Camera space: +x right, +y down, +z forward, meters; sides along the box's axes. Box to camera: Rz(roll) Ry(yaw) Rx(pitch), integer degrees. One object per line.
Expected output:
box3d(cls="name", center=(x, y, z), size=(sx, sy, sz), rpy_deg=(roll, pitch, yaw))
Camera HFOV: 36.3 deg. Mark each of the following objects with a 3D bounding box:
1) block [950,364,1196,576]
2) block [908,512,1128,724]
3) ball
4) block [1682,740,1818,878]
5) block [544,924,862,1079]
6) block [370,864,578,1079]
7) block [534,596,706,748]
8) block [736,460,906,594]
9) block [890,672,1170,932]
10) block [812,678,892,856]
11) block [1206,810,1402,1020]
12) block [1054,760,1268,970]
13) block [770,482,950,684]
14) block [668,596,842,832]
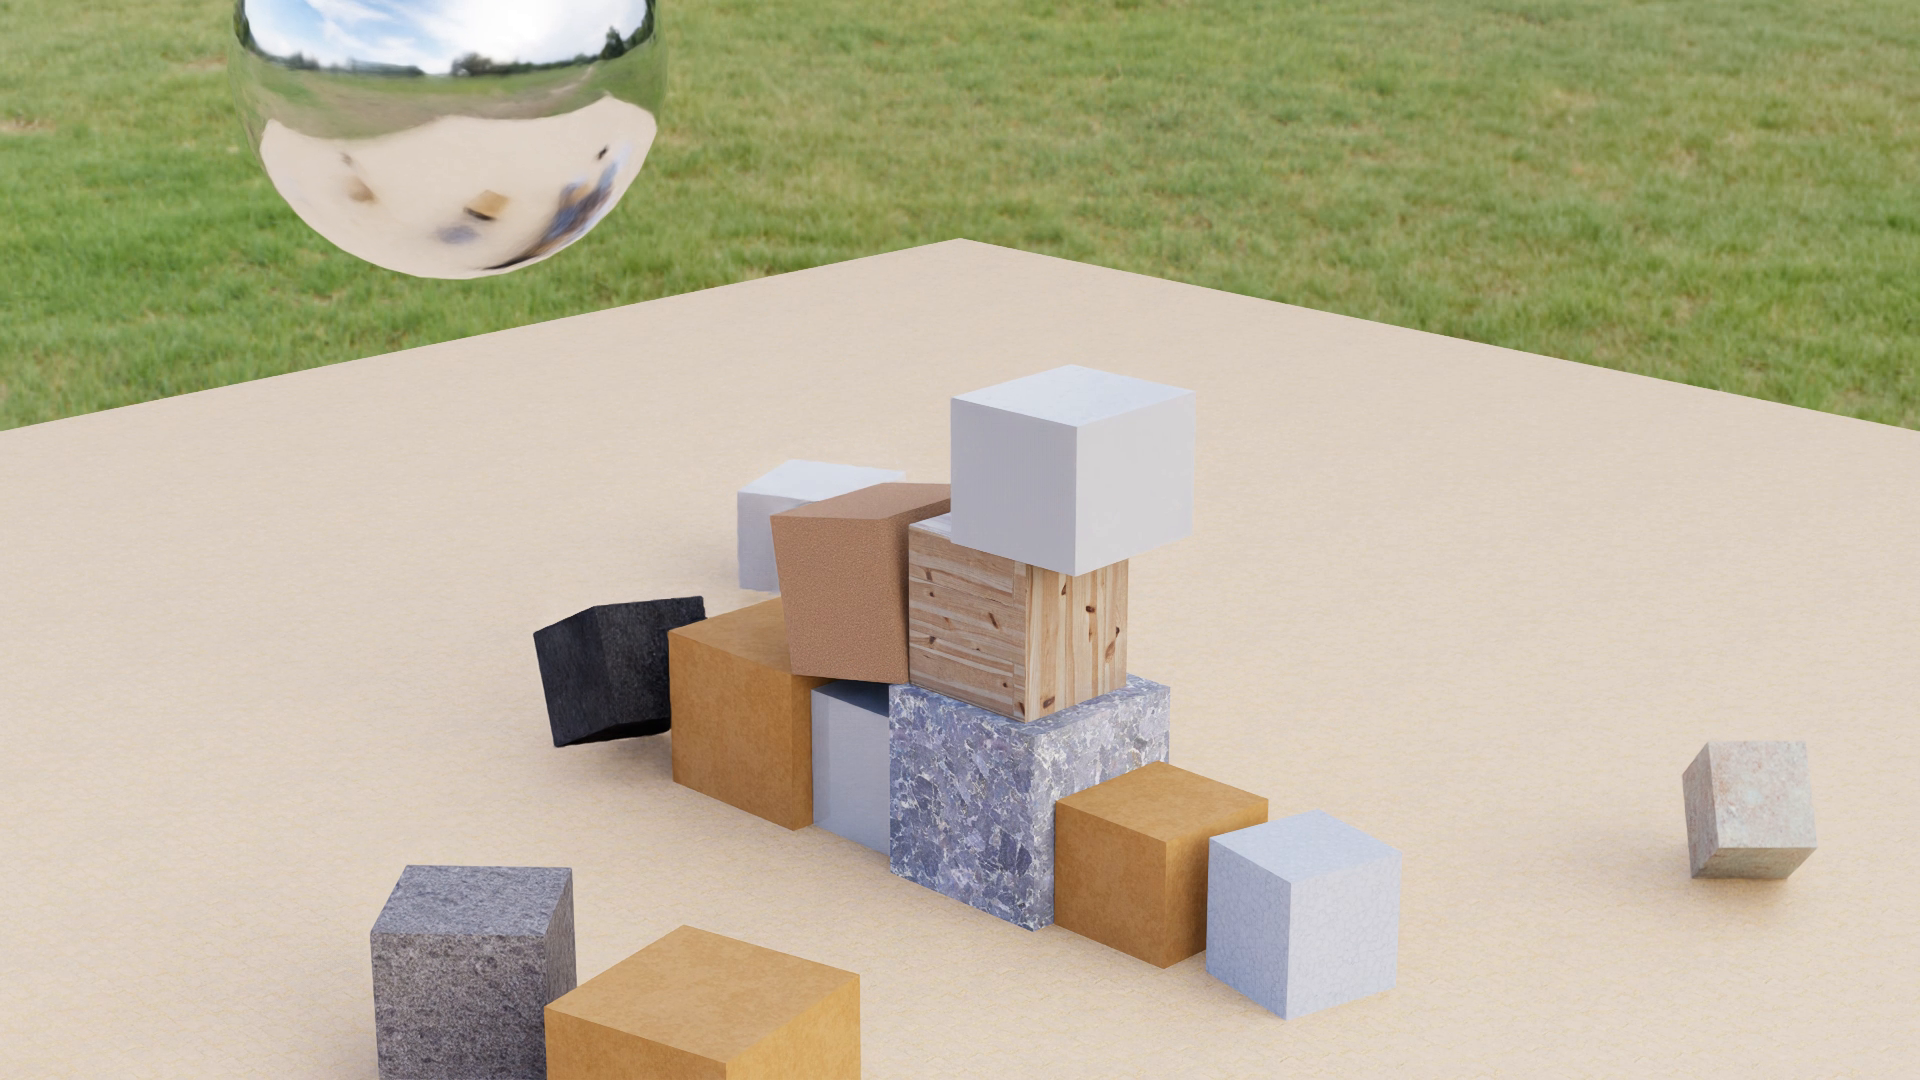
box3d(cls="block", center=(0.490, -0.316, 12.703), size=(0.711, 0.652, 0.792), rpy_deg=(15, 23, 40))
box3d(cls="block", center=(0.261, 0.294, 13.105), size=(0.713, 0.752, 0.668), rpy_deg=(16, 24, 42))
box3d(cls="ball", center=(-1.880, -1.764, 10.817), size=(1.600, 1.600, 1.600), rpy_deg=(0, 17, 0))
box3d(cls="block", center=(3.565, 1.224, 13.265), size=(0.436, 0.493, 0.520), rpy_deg=(0, -22, 0))
box3d(cls="block", center=(-0.914, 2.004, 10.579), size=(0.796, 0.834, 0.808), rpy_deg=(11, 20, 31))
box3d(cls="block", center=(-1.889, 1.756, 11.496), size=(0.664, 0.756, 0.637), rpy_deg=(1, 17, 2))
box3d(cls="block", center=(-1.669, 0.662, 14.766), size=(0.641, 0.593, 0.607), rpy_deg=(-5, -11, -40))
box3d(cls="block", center=(-0.821, -0.062, 17.541), size=(0.760, 0.600, 0.752), rpy_deg=(7, 19, 21))
box3d(cls="block", center=(0.314, 1.095, 13.335), size=(0.884, 0.915, 0.907), rpy_deg=(-17, 24, -42))
box3d(cls="block", center=(-0.242, 1.033, 13.909), size=(0.645, 0.688, 0.655), rpy_deg=(-17, 24, -42))
box3d(cls="block", center=(1.441, 1.567, 12.330), size=(0.585, 0.617, 0.551), rpy_deg=(-11, 20, -31))
box3d(cls="block", center=(0.882, 1.413, 12.870), size=(0.674, 0.587, 0.642), rpy_deg=(-17, 24, -42))
box3d(cls="block", center=(-0.312, 0.186, 13.647), size=(0.731, 0.760, 0.754), rpy_deg=(2, 14, 44))
box3d(cls="block", center=(-0.799, 0.820, 14.416), size=(0.889, 0.791, 0.878), rpy_deg=(17, 24, 42))
